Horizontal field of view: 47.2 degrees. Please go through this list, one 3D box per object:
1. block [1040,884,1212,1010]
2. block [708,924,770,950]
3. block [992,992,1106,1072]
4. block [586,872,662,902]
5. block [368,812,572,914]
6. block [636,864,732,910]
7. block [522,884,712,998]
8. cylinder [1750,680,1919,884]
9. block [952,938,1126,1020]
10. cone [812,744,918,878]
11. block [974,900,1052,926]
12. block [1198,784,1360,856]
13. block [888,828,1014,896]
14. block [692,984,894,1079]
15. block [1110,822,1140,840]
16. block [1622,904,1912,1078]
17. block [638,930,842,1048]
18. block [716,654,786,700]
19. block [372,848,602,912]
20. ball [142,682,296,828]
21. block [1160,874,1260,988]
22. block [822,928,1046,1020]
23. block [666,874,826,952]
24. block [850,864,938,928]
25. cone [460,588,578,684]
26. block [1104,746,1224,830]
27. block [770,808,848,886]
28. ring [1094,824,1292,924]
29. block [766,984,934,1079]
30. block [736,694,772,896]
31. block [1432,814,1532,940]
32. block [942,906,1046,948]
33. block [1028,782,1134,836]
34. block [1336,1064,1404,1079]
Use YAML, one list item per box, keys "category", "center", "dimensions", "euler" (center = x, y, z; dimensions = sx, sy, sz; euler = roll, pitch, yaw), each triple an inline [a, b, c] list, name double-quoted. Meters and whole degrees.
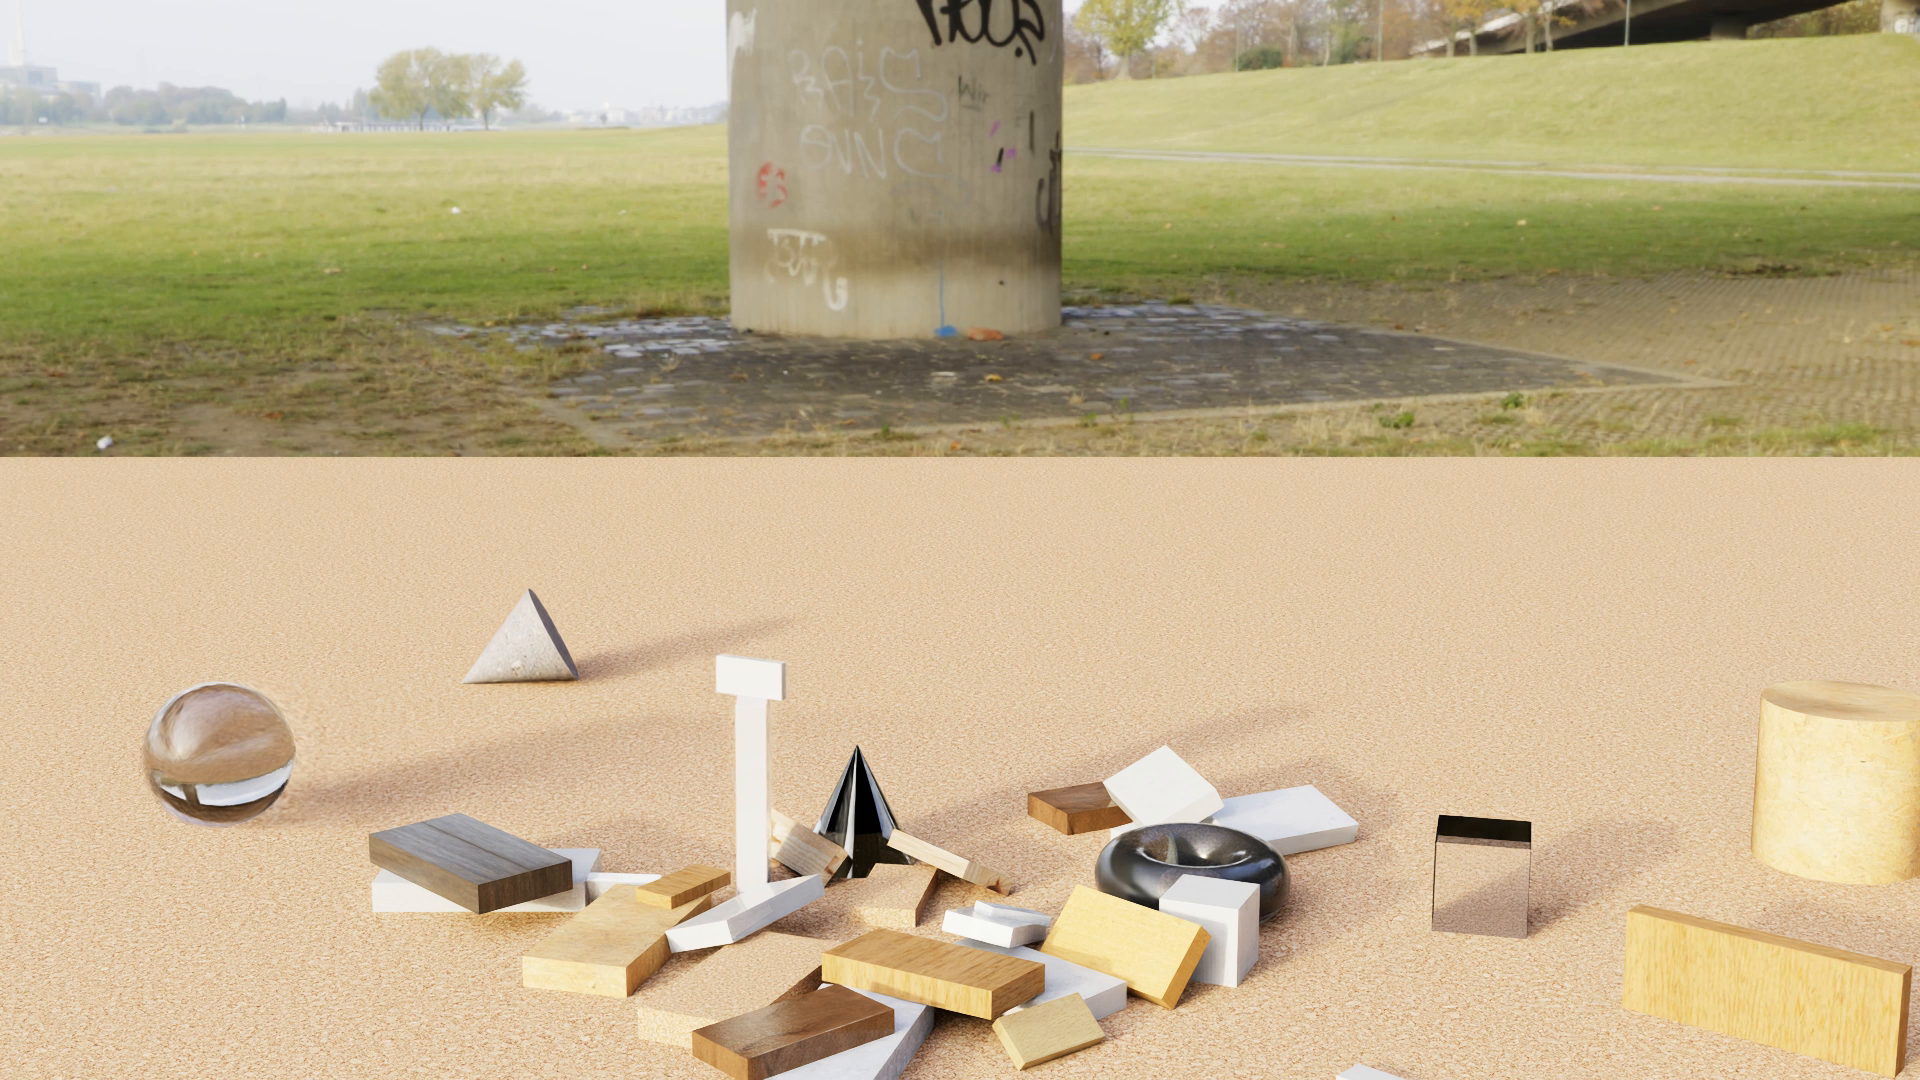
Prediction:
- category: "block"
  center: [0.244, 0.604, 3.280]
  dimensions: [0.247, 0.123, 0.035]
  euler: [11, -28, 45]
- category: "block"
  center: [-0.361, 0.615, 3.487]
  dimensions: [0.061, 0.017, 0.137]
  euler: [6, 12, 29]
- category: "block"
  center: [0.123, 0.677, 3.032]
  dimensions: [0.147, 0.021, 0.073]
  euler: [-8, 52, -38]
- category: "block"
  center: [-0.545, 0.572, 3.598]
  dimensions: [0.121, 0.061, 0.017]
  euler: [1, 42, 5]
- category: "block"
  center: [-0.806, 0.527, 3.607]
  dimensions: [0.173, 0.049, 0.346]
  euler: [-10, 14, -42]
- category: "block"
  center: [-0.444, 0.556, 3.536]
  dimensions: [0.073, 0.021, 0.147]
  euler: [7, 13, 33]
- category: "block"
  center: [-0.524, 0.616, 3.402]
  dimensions: [0.166, 0.047, 0.332]
  euler: [3, 11, 15]
- category: "cylinder"
  center: [1.535, 0.417, 3.827]
  dimensions: [0.283, 0.283, 0.283]
  euler: [0, 11, 0]
- category: "block"
  center: [0.088, 0.650, 3.234]
  dimensions: [0.288, 0.041, 0.144]
  euler: [10, 14, 43]
- category: "cone"
  center: [-0.178, 0.455, 3.827]
  dimensions: [0.208, 0.208, 0.208]
  euler: [0, 11, 0]
- category: "block"
  center: [0.081, 0.575, 3.383]
  dimensions: [0.106, 0.015, 0.053]
  euler: [14, -3, -28]
- category: "block"
  center: [0.560, 0.502, 3.902]
  dimensions: [0.271, 0.038, 0.135]
  euler: [-4, 28, -34]
- category: "block"
  center: [-0.017, 0.543, 3.710]
  dimensions: [0.107, 0.030, 0.213]
  euler: [28, -9, -37]
- category: "block"
  center: [-0.221, 0.659, 2.944]
  dimensions: [0.247, 0.035, 0.123]
  euler: [-9, 14, -41]
- category: "block"
  center: [0.413, 0.522, 3.928]
  dimensions: [0.271, 0.038, 0.135]
  euler: [-9, 14, -40]
- category: "block"
  center: [1.121, 0.626, 3.075]
  dimensions: [0.382, 0.147, 0.042]
  euler: [9, 14, 39]
- category: "block"
  center: [-0.310, 0.654, 3.198]
  dimensions: [0.166, 0.047, 0.332]
  euler: [4, 11, 22]
- category: "block"
  center: [-0.340, 0.223, 3.583]
  dimensions: [0.121, 0.061, 0.017]
  euler: [5, 12, 24]
- category: "block"
  center: [-0.784, 0.566, 3.665]
  dimensions: [0.346, 0.049, 0.173]
  euler: [0, 11, 0]
- category: "ball"
  center: [-1.351, 0.391, 4.014]
  dimensions: [0.266, 0.266, 0.266]
  euler: [0, 11, 0]
- category: "block"
  center: [0.378, 0.591, 3.333]
  dimensions: [0.121, 0.121, 0.121]
  euler: [4, 11, 22]
- category: "block"
  center: [-0.039, 0.619, 3.153]
  dimensions: [0.288, 0.041, 0.144]
  euler: [6, 9, 32]
- category: "block"
  center: [-0.331, 0.581, 3.427]
  dimensions: [0.123, 0.035, 0.247]
  euler: [-15, 1, 33]
- category: "block"
  center: [-0.107, 0.584, 3.619]
  dimensions: [0.107, 0.030, 0.213]
  euler: [2, 11, 9]
- category: "cone"
  center: [-1.045, 0.274, 5.072]
  dimensions: [0.242, 0.242, 0.242]
  euler: [-28, 14, -5]
- category: "block"
  center: [0.360, 0.453, 3.923]
  dimensions: [0.135, 0.038, 0.271]
  euler: [-30, 16, -6]
- category: "block"
  center: [-0.288, 0.530, 3.808]
  dimensions: [0.021, 0.073, 0.274]
  euler: [44, -15, -30]
- category: "ring"
  center: [0.380, 0.550, 3.595]
  dimensions: [0.321, 0.107, 0.321]
  euler: [1, 12, 0]
- category: "block"
  center: [-0.160, 0.693, 2.984]
  dimensions: [0.166, 0.047, 0.332]
  euler: [3, 11, 15]
- category: "block"
  center: [-0.341, 0.420, 3.636]
  dimensions: [0.049, 0.346, 0.173]
  euler: [0, 11, -3]
- category: "block"
  center: [0.839, 0.540, 3.536]
  dimensions: [0.147, 0.147, 0.147]
  euler: [3, 11, 14]
- category: "block"
  center: [0.056, 0.592, 3.374]
  dimensions: [0.107, 0.030, 0.213]
  euler: [12, -3, 17]
- category: "block"
  center: [0.287, 0.490, 4.095]
  dimensions: [0.288, 0.041, 0.144]
  euler: [-6, 12, -28]
- category: "block"
  center: [0.558, 0.723, 2.910]
  dimensions: [0.106, 0.015, 0.053]
  euler: [10, 14, 42]
